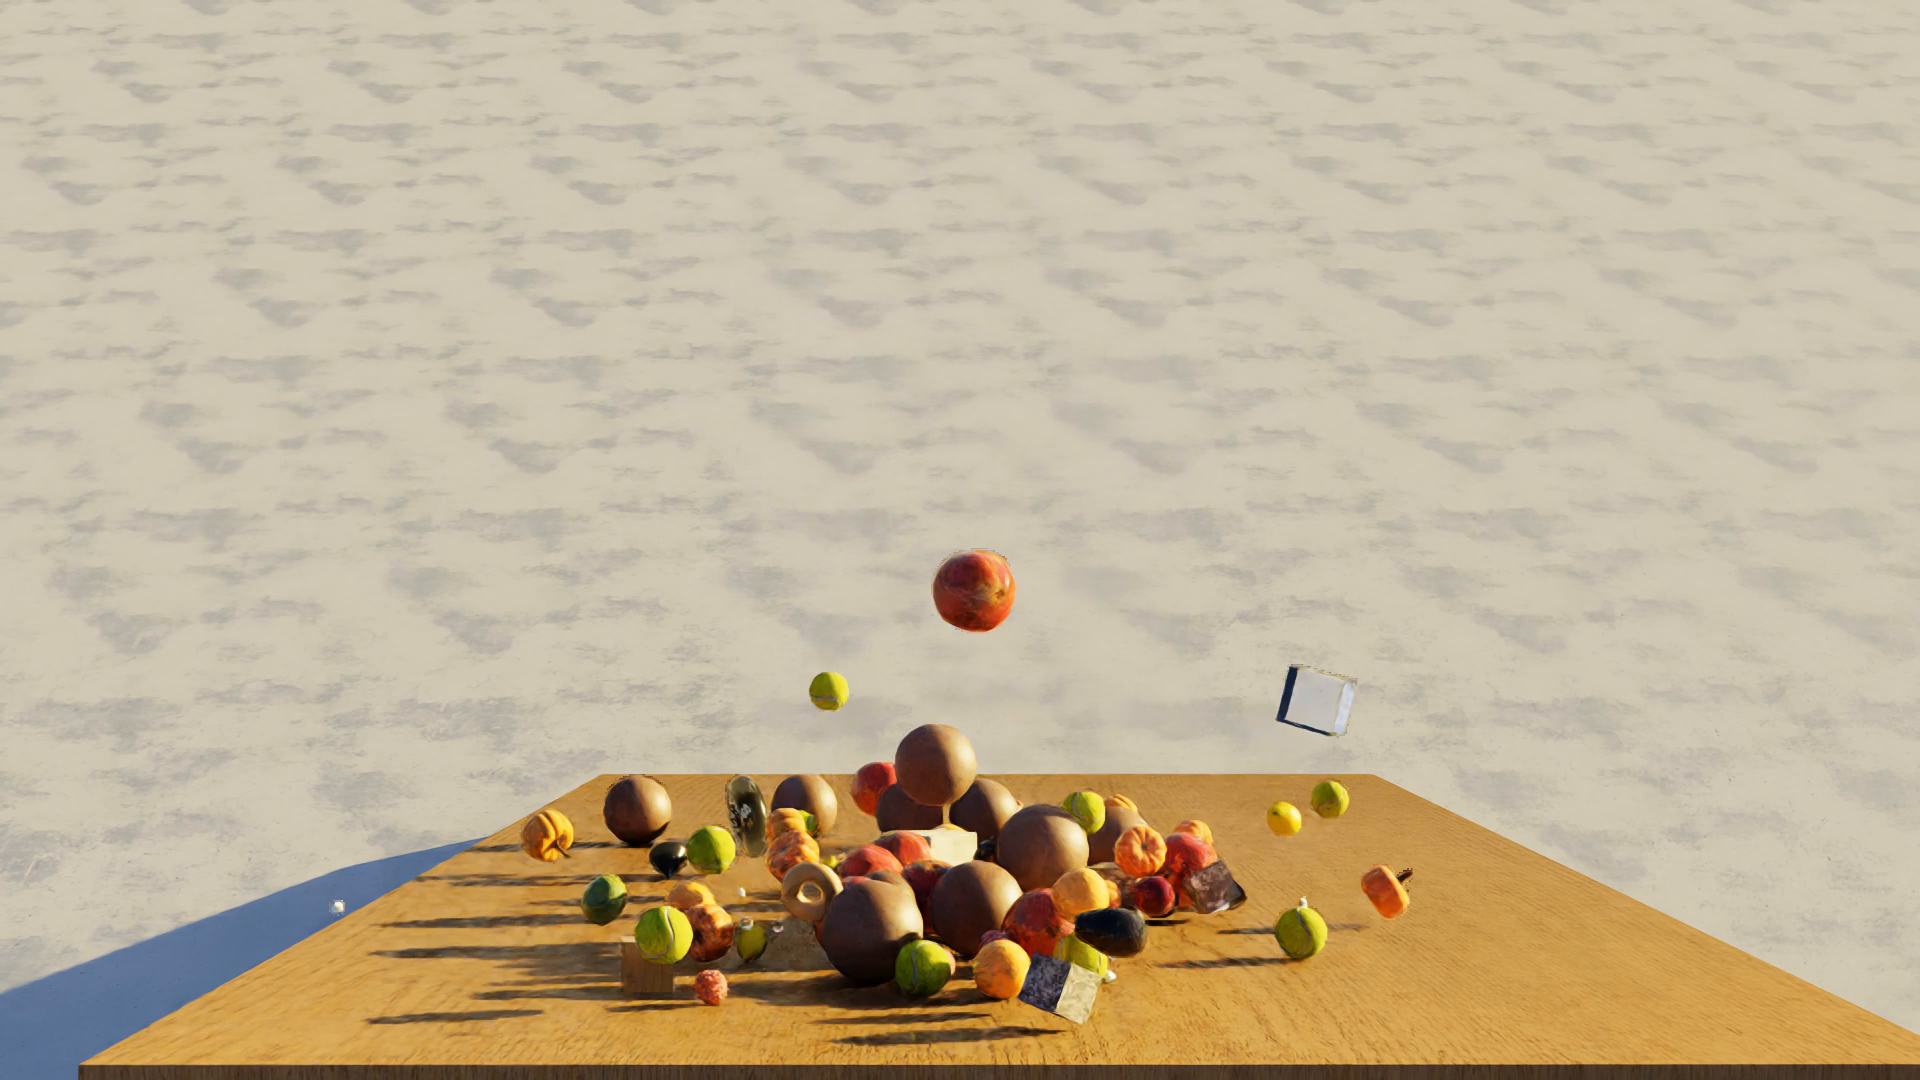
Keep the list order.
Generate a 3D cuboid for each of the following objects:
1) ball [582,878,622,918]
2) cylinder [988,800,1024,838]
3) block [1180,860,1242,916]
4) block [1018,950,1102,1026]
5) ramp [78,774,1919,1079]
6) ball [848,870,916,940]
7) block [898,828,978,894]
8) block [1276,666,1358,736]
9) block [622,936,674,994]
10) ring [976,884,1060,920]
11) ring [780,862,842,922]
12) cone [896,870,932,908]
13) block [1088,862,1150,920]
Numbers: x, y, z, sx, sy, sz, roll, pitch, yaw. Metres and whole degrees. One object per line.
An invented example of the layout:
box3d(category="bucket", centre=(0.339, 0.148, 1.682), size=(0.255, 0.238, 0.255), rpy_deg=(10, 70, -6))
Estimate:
box3d(category="ball", centre=(-0.537, 0.539, 3.898), size=(0.059, 0.059, 0.059), rpy_deg=(0, 32, 0))
box3d(category="cylinder", centre=(0.091, 0.550, 5.105), size=(0.070, 0.070, 0.070), rpy_deg=(0, -1, 0))
box3d(category="block", centre=(0.374, 0.519, 3.867), size=(0.058, 0.058, 0.058), rpy_deg=(-27, -5, -13))
box3d(category="block", centre=(0.113, 0.507, 2.934), size=(0.058, 0.058, 0.058), rpy_deg=(10, 75, 44))
box3d(category="ramp", centre=(0.072, 0.630, 4.726), size=(2.000, 0.100, 4.000), rpy_deg=(0, -1, 0))
box3d(category="ball", centre=(-0.110, 0.515, 3.663), size=(0.097, 0.097, 0.097), rpy_deg=(0, 32, 0))
box3d(category="block", centre=(-0.037, 0.527, 4.256), size=(0.093, 0.093, 0.093), rpy_deg=(1, -1, -37))
box3d(category="block", centre=(0.516, 0.233, 3.753), size=(0.081, 0.081, 0.081), rpy_deg=(16, 4, 23))
box3d(category="block", centre=(-0.389, 0.528, 3.229), size=(0.062, 0.062, 0.062), rpy_deg=(0, -1, -9))
box3d(category="ring", centre=(0.089, 0.547, 3.909), size=(0.128, 0.043, 0.128), rpy_deg=(0, 0, 0))
box3d(category="ring", centre=(-0.194, 0.460, 3.385), size=(0.084, 0.084, 0.028), rpy_deg=(6, 16, 9))
box3d(category="cone", centre=(-0.092, 0.553, 3.937), size=(0.072, 0.072, 0.072), rpy_deg=(17, 46, 24))
box3d(category="block", centre=(0.240, 0.530, 3.919), size=(0.076, 0.076, 0.076), rpy_deg=(0, -1, 19))
